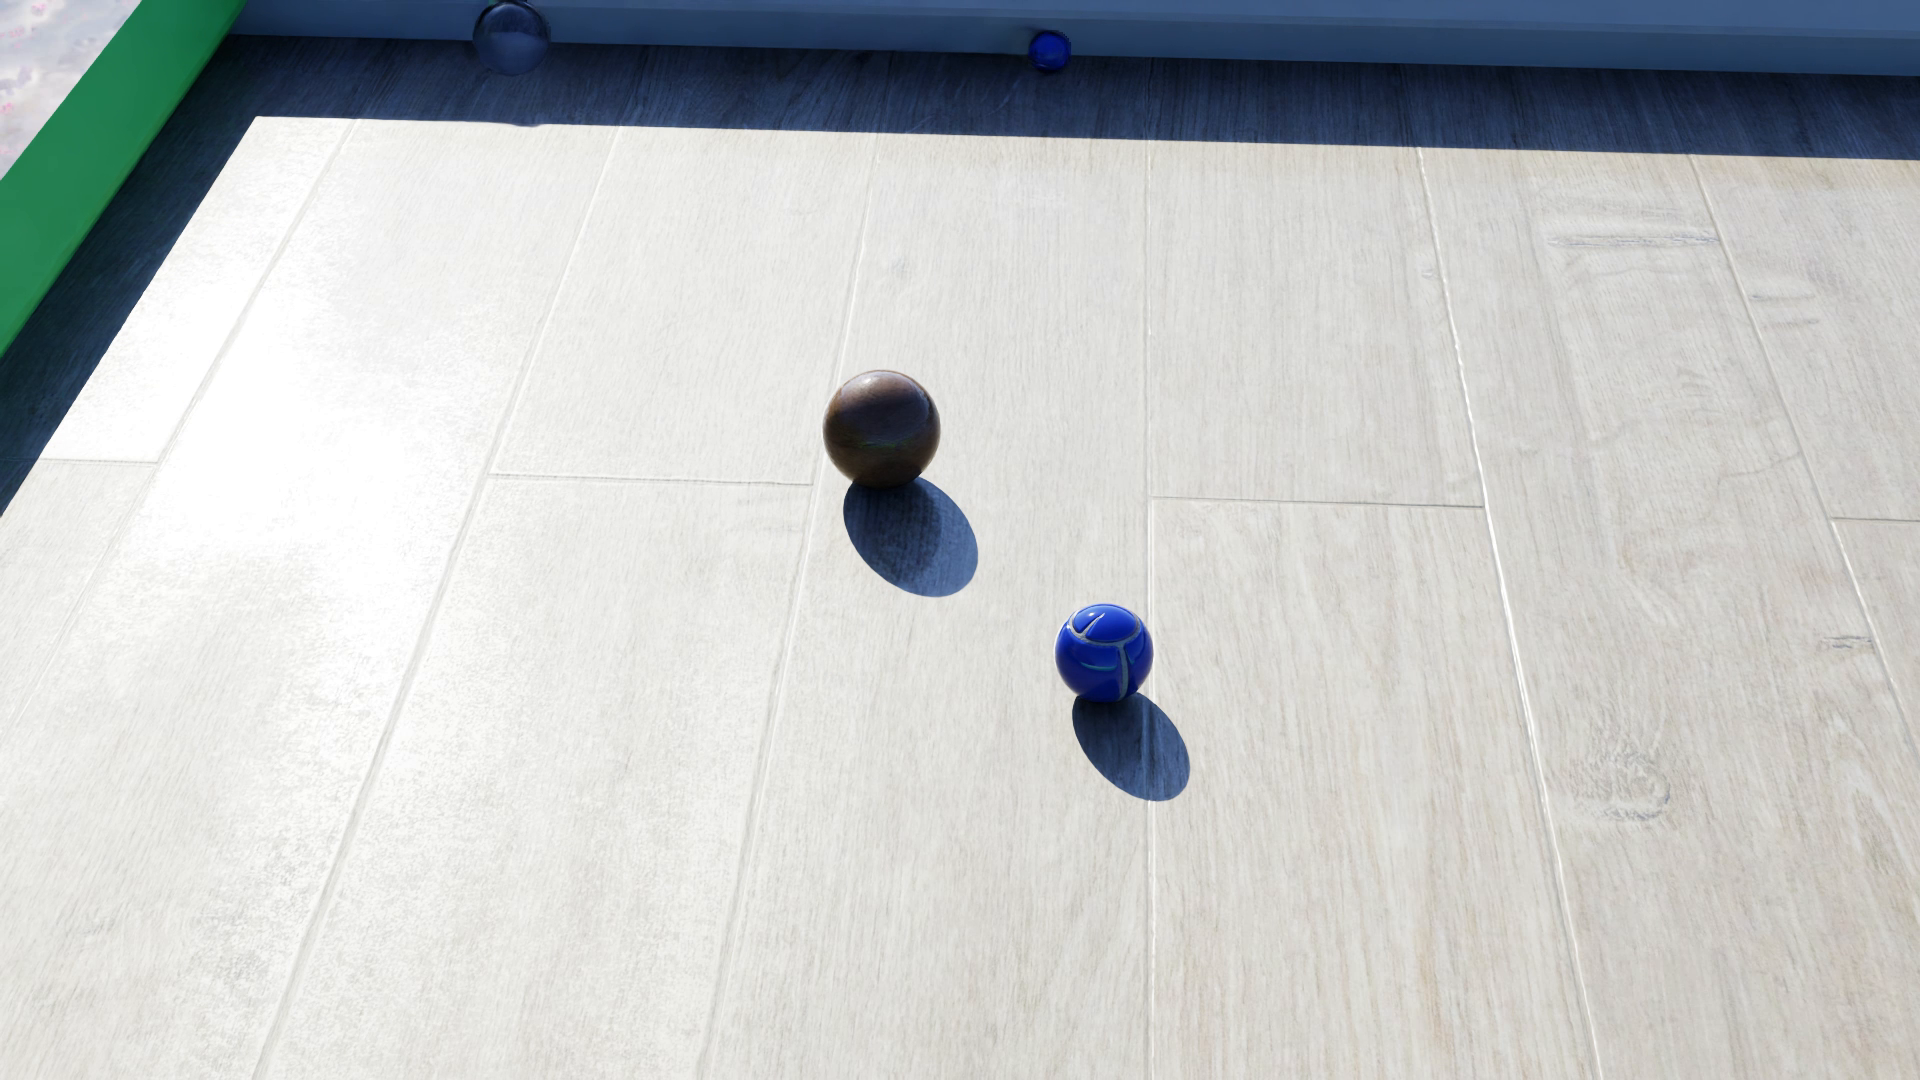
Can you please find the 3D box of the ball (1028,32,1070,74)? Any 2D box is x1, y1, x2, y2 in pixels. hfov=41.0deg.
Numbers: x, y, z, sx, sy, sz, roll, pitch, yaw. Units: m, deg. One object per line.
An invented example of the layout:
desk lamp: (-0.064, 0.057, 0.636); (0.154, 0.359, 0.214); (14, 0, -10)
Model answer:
ball: (0.086, -0.476, 2.506); (0.040, 0.040, 0.040); (0, 35, 0)

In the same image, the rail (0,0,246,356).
rail: (-0.770, -0.049, 1.830); (0.045, 0.122, 1.779); (2, 35, 3)

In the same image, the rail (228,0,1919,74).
rail: (0.844, -0.495, 2.461); (3.178, 0.122, 0.045); (2, 35, 3)

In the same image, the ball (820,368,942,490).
ball: (-0.059, -0.082, 1.907); (0.090, 0.090, 0.090); (0, 35, 0)

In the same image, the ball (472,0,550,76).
ball: (-0.436, -0.488, 2.494); (0.073, 0.073, 0.073); (0, 35, 0)

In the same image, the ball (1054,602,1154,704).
ball: (0.095, 0.075, 1.704); (0.067, 0.067, 0.067); (0, 35, 0)
